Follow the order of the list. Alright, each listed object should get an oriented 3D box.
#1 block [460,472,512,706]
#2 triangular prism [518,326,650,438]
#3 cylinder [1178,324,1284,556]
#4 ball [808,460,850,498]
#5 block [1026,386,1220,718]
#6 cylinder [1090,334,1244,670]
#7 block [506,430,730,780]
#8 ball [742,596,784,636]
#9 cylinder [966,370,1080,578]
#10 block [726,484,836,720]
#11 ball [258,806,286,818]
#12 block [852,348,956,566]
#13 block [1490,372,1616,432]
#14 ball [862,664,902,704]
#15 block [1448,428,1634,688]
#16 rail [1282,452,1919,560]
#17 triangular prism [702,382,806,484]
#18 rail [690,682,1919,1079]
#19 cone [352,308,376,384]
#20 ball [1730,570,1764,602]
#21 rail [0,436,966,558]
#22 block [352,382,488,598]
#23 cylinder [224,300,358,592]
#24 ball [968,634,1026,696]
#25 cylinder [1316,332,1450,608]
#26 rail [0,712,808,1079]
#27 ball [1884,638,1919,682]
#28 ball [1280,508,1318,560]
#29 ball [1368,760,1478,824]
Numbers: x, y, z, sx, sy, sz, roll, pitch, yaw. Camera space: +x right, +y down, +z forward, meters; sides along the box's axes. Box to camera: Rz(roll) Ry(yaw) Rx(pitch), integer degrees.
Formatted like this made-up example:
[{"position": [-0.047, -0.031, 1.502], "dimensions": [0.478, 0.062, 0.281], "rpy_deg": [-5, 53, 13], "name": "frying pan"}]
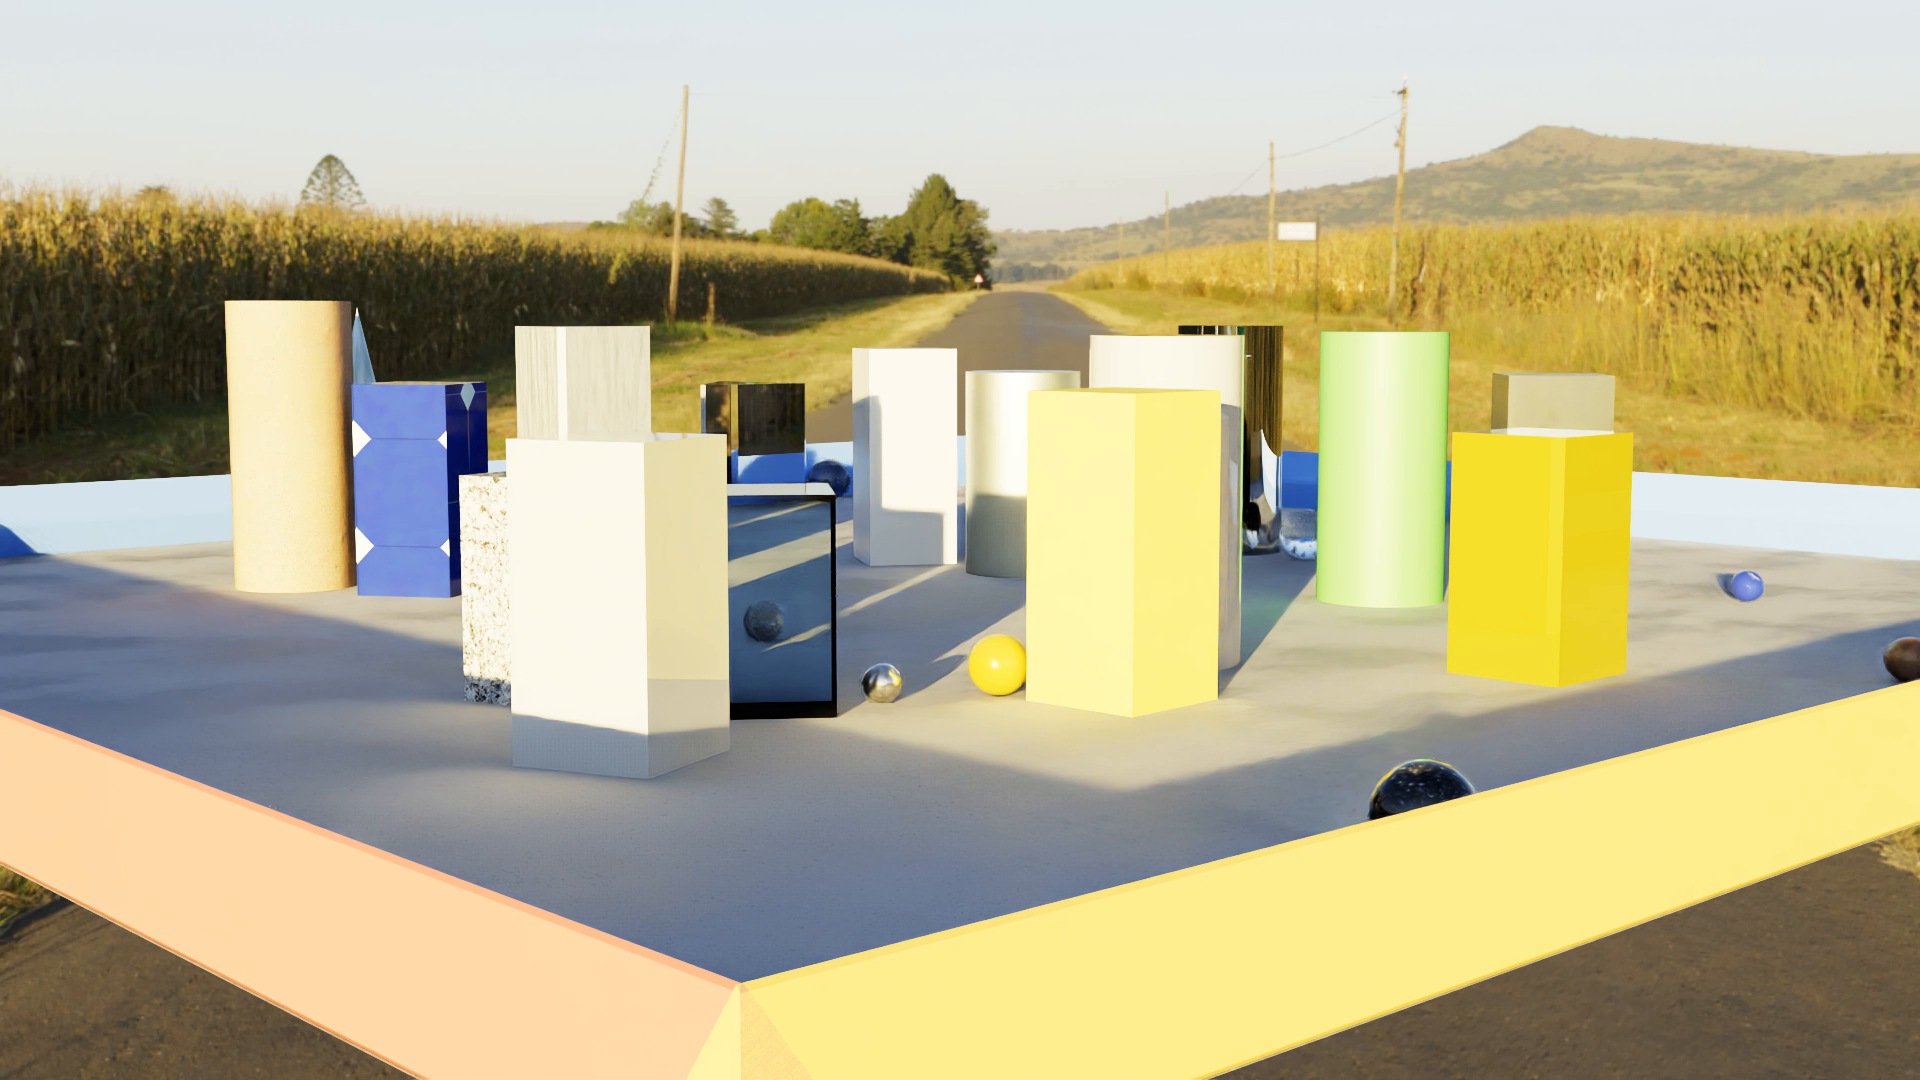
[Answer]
[{"position": [-0.460, 0.052, 2.524], "dimensions": [0.155, 0.258, 0.155], "rpy_deg": [3, 7, 30], "name": "block"}, {"position": [-0.500, -0.057, 2.778], "dimensions": [0.145, 0.423, 0.167], "rpy_deg": [4, 7, 31], "name": "triangular prism"}, {"position": [0.497, -0.187, 4.053], "dimensions": [0.193, 0.415, 0.193], "rpy_deg": [0, 6, 0], "name": "cylinder"}, {"position": [-0.306, -0.139, 5.124], "dimensions": [0.095, 0.095, 0.095], "rpy_deg": [0, 6, 0], "name": "ball"}, {"position": [0.185, 0.007, 2.496], "dimensions": [0.155, 0.353, 0.155], "rpy_deg": [6, 8, 43], "name": "block"}, {"position": [0.259, -0.052, 2.774], "dimensions": [0.193, 0.412, 0.193], "rpy_deg": [0, 6, 0], "name": "cylinder"}, {"position": [-0.335, 0.058, 2.174], "dimensions": [0.155, 0.320, 0.155], "rpy_deg": [3, 7, 24], "name": "block"}, {"position": [-0.269, 0.104, 3.003], "dimensions": [0.055, 0.055, 0.055], "rpy_deg": [0, 6, 0], "name": "ball"}, {"position": [0.106, -0.115, 3.725], "dimensions": [0.193, 0.340, 0.193], "rpy_deg": [0, 6, 0], "name": "cylinder"}, {"position": [-0.220, 0.065, 2.459], "dimensions": [0.155, 0.245, 0.155], "rpy_deg": [-1, 6, -6], "name": "block"}, {"position": [-0.522, 0.236, 1.616], "dimensions": [0.082, 0.082, 0.082], "rpy_deg": [0, 6, 0], "name": "ball"}, {"position": [-0.099, -0.151, 3.897], "dimensions": [0.155, 0.375, 0.155], "rpy_deg": [-1, 6, -14], "name": "block"}, {"position": [0.898, -0.079, 3.353], "dimensions": [0.155, 0.346, 0.155], "rpy_deg": [0, 6, 5], "name": "block"}, {"position": [-0.088, 0.162, 2.489], "dimensions": [0.046, 0.046, 0.046], "rpy_deg": [0, 6, 0], "name": "ball"}, {"position": [0.708, 0.016, 2.688], "dimensions": [0.155, 0.295, 0.155], "rpy_deg": [-6, 8, -44], "name": "block"}, {"position": [1.186, -0.082, 4.421], "dimensions": [0.045, 0.126, 3.245], "rpy_deg": [-6, 8, -42], "name": "rail"}, {"position": [-0.345, -0.080, 3.432], "dimensions": [0.167, 0.331, 0.145], "rpy_deg": [-3, 7, -26], "name": "triangular prism"}, {"position": [1.084, 0.155, 2.164], "dimensions": [3.276, 0.126, 0.045], "rpy_deg": [-6, 8, -42], "name": "rail"}, {"position": [-1.040, -0.179, 3.818], "dimensions": [0.193, 0.447, 0.193], "rpy_deg": [0, 6, 0], "name": "cone"}, {"position": [1.200, 0.070, 3.352], "dimensions": [0.048, 0.048, 0.048], "rpy_deg": [0, 6, 0], "name": "ball"}, {"position": [-1.084, -0.090, 4.501], "dimensions": [3.276, 0.126, 0.045], "rpy_deg": [-6, 8, -42], "name": "rail"}, {"position": [-0.848, -0.083, 3.472], "dimensions": [0.155, 0.328, 0.155], "rpy_deg": [1, 6, 11], "name": "block"}, {"position": [-1.072, -0.154, 3.533], "dimensions": [0.193, 0.457, 0.193], "rpy_deg": [0, 6, 0], "name": "cylinder"}, {"position": [0.044, 0.144, 2.542], "dimensions": [0.072, 0.072, 0.072], "rpy_deg": [0, 6, 0], "name": "ball"}, {"position": [0.646, -0.113, 3.366], "dimensions": [0.193, 0.410, 0.193], "rpy_deg": [0, 6, 0], "name": "cylinder"}, {"position": [-1.186, 0.147, 2.243], "dimensions": [0.045, 0.126, 3.245], "rpy_deg": [-6, 8, -42], "name": "rail"}, {"position": [1.136, 0.143, 2.634], "dimensions": [0.054, 0.054, 0.054], "rpy_deg": [0, 6, 0], "name": "ball"}, {"position": [0.614, -0.010, 3.911], "dimensions": [0.091, 0.091, 0.091], "rpy_deg": [0, 6, 0], "name": "ball"}, {"position": [0.370, 0.219, 1.748], "dimensions": [0.089, 0.089, 0.089], "rpy_deg": [0, 6, 0], "name": "ball"}]
